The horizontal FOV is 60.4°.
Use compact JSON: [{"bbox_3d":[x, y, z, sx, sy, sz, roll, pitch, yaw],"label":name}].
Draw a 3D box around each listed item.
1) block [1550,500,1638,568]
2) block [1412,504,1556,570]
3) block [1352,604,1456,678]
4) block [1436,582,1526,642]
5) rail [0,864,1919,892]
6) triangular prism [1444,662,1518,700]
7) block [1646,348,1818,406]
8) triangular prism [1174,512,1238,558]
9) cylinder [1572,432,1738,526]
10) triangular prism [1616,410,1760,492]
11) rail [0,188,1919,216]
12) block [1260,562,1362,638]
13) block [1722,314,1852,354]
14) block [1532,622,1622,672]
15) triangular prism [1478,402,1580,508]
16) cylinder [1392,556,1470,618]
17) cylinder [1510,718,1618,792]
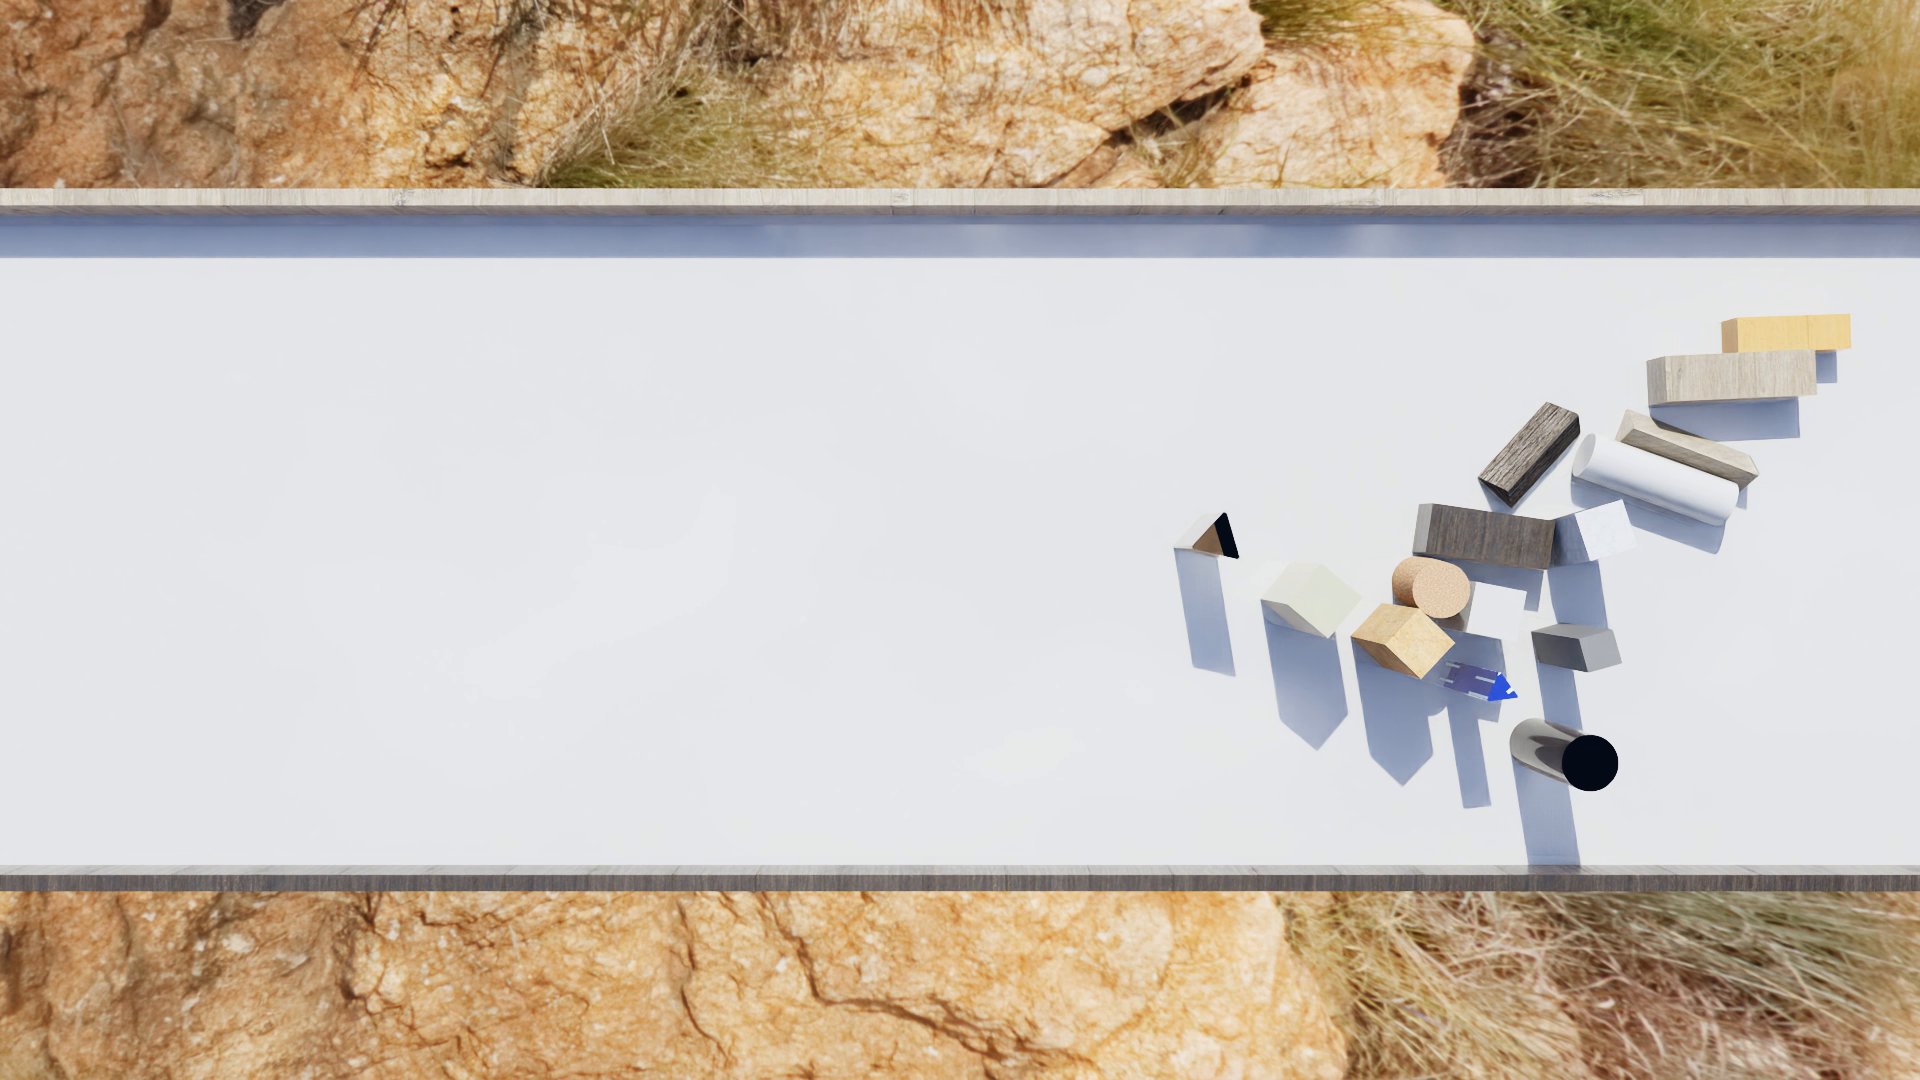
[{"bbox_3d":[1.870,-0.016,4.917,0.143,0.309,0.143,-17,85,0],"label":"block"},{"bbox_3d":[1.585,-0.010,5.002,0.371,0.149,0.149,8,90,0],"label":"block"},{"bbox_3d":[1.300,0.293,4.869,0.140,0.416,0.140,44,90,0],"label":"block"},{"bbox_3d":[1.554,0.208,4.926,0.149,0.301,0.149,11,90,0],"label":"block"},{"bbox_3d":[-2.247,1.025,5.001,12.000,0.150,0.050,0,90,0],"label":"rail"},{"bbox_3d":[1.528,0.411,4.867,0.087,0.420,0.075,-6,90,0],"label":"triangular prism"},{"bbox_3d":[2.340,-0.493,5.008,0.449,0.137,0.137,-3,90,0],"label":"block"},{"bbox_3d":[0.736,-0.021,4.870,0.137,0.413,0.118,13,90,0],"label":"triangular prism"},{"bbox_3d":[2.108,-0.184,5.006,0.455,0.142,0.142,20,90,0],"label":"cylinder"},{"bbox_3d":[2.216,-0.269,5.016,0.404,0.114,0.132,21,90,0],"label":"triangular prism"},{"bbox_3d":[-2.247,-1.025,5.002,12.000,0.150,0.050,0,90,0],"label":"rail"},{"bbox_3d":[1.030,0.172,4.866,0.151,0.421,0.151,40,90,0],"label":"block"},{"bbox_3d":[2.514,-0.624,5.023,0.341,0.106,0.106,-2,90,0],"label":"block"},{"bbox_3d":[1.818,0.315,4.878,0.100,0.396,0.100,-16,90,0],"label":"block"},{"bbox_3d":[1.749,-0.263,5.013,0.140,0.121,0.314,43,90,0],"label":"triangular prism"},{"bbox_3d":[1.392,0.136,4.890,0.161,0.358,0.161,0,92,5],"label":"cylinder"},{"bbox_3d":[1.771,0.627,4.855,0.161,0.443,0.161,0,90,0],"label":"cylinder"}]
